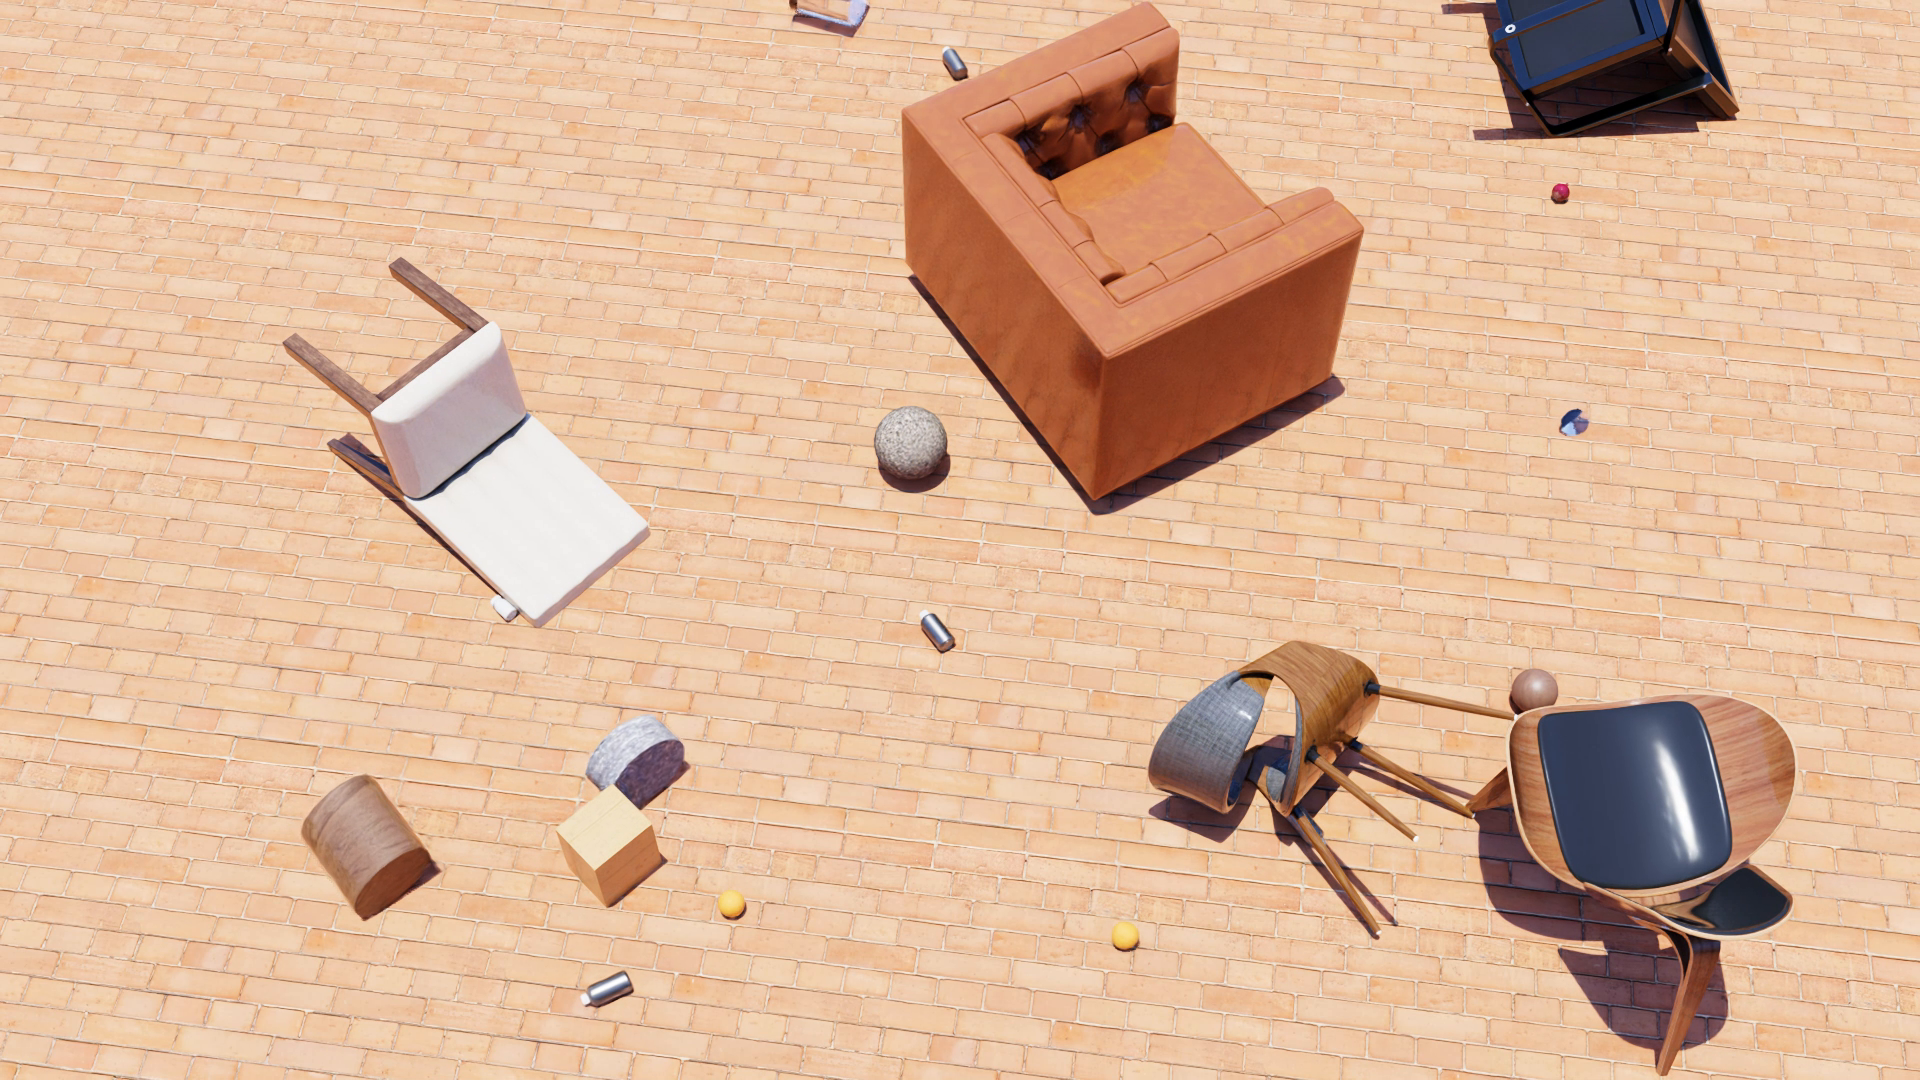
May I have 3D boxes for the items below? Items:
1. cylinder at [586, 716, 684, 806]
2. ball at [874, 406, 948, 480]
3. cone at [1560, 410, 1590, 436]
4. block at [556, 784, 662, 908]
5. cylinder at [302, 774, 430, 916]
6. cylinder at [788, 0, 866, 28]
[{"bbox_3d":[-0.887,0.607,6.012,0.106,0.268,0.243,40,106,23],"label":"cylinder"},{"bbox_3d":[-0.148,-0.294,6.636,0.223,0.223,0.223,0,56,0],"label":"ball"},{"bbox_3d":[1.893,-0.366,6.802,0.096,0.040,0.082,-17,102,-8],"label":"cone"},{"bbox_3d":[-0.938,0.819,5.882,0.193,0.236,0.165,-39,64,-23],"label":"block"},{"bbox_3d":[-1.598,0.817,5.906,0.252,0.180,0.282,-46,64,4],"label":"cylinder"},{"bbox_3d":[-0.465,-1.922,7.758,0.230,0.178,0.169,18,90,12],"label":"cylinder"}]
